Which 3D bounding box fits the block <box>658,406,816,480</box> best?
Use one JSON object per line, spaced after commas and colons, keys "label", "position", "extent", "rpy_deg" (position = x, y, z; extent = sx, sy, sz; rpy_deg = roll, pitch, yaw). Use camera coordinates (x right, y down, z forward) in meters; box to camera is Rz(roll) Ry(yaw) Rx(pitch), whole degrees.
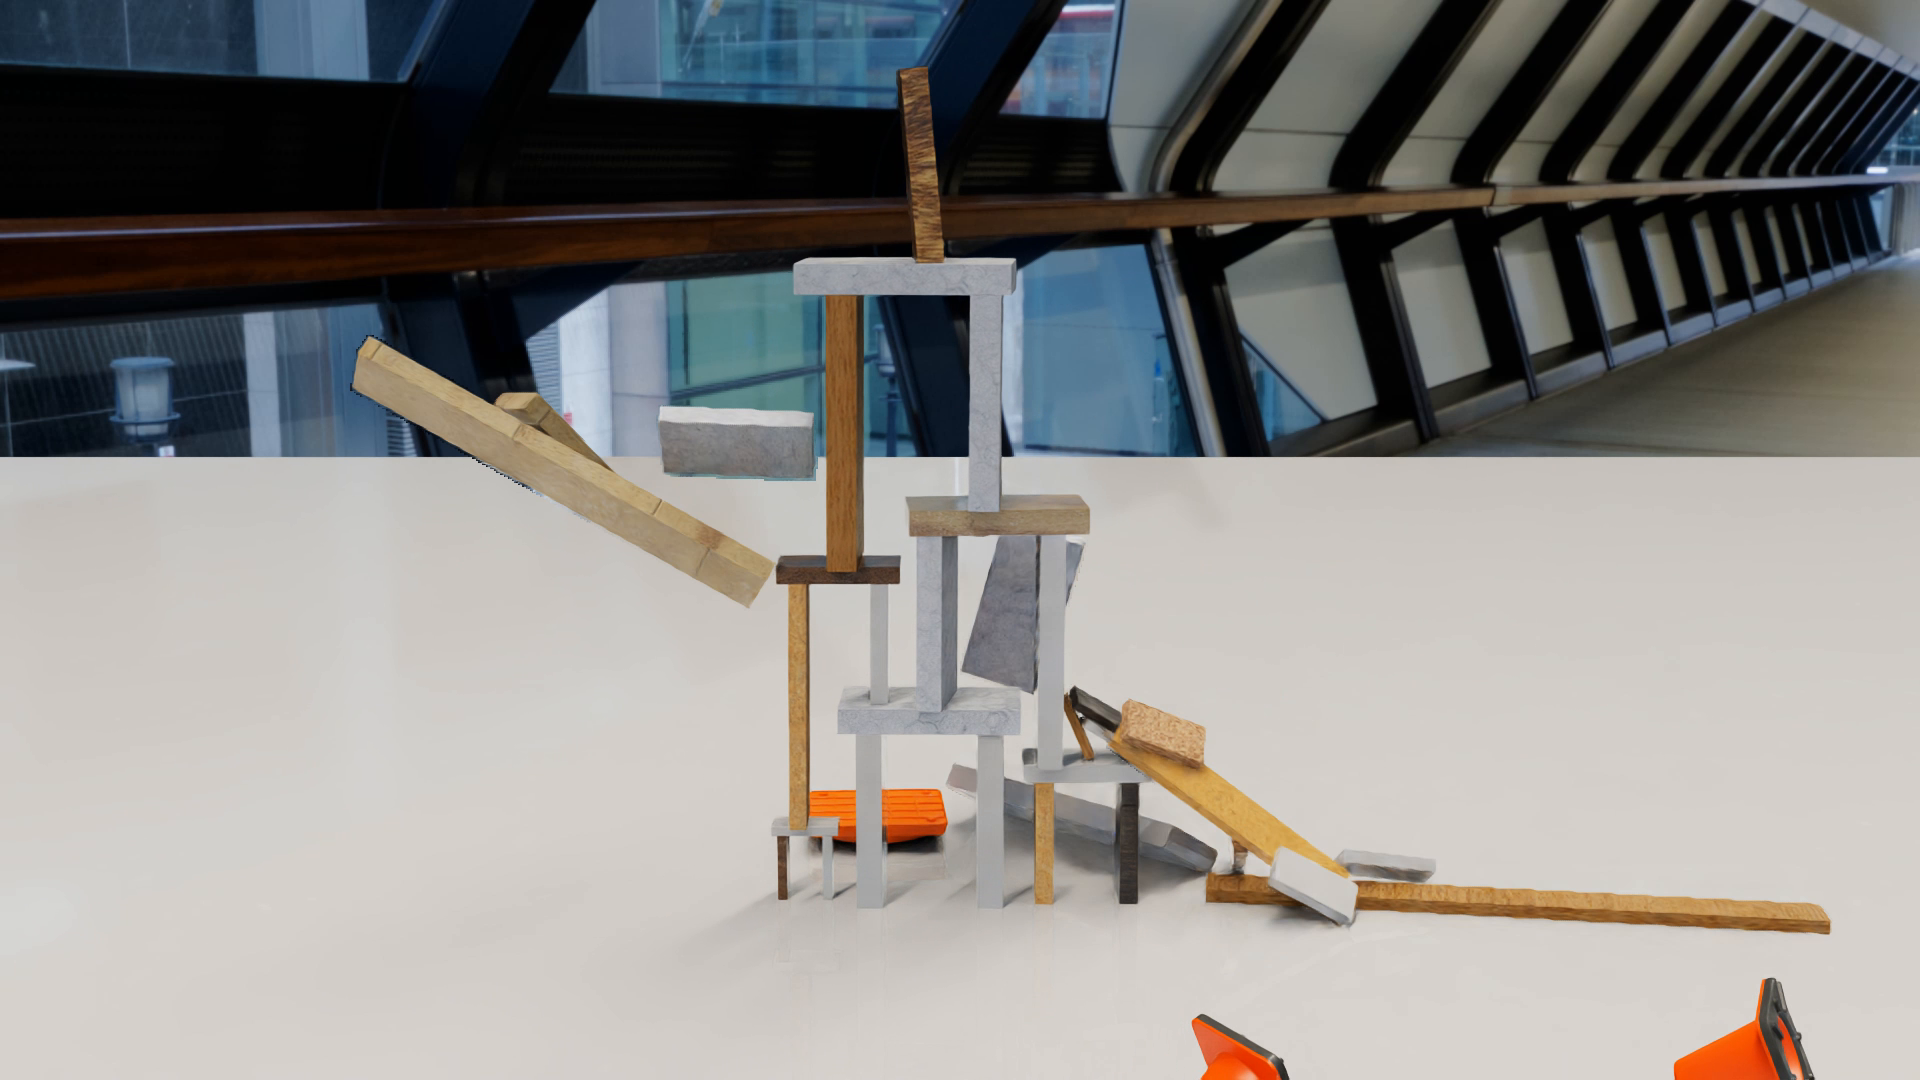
{"label": "block", "position": [-0.361, -0.158, 3.573], "extent": [0.246, 0.123, 0.035], "rpy_deg": [2, 49, 0]}

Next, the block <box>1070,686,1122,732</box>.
{"label": "block", "position": [0.228, 0.282, 3.620], "extent": [0.104, 0.015, 0.052], "rpy_deg": [32, 21, -21]}

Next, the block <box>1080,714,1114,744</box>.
{"label": "block", "position": [0.247, 0.323, 3.617], "extent": [0.104, 0.015, 0.052], "rpy_deg": [33, 6, -10]}

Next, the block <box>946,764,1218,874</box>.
{"label": "block", "position": [0.208, 0.490, 3.896], "extent": [0.516, 0.042, 0.148], "rpy_deg": [10, -17, 44]}

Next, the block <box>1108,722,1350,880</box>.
{"label": "block", "position": [0.440, 0.439, 3.581], "extent": [0.451, 0.020, 0.072], "rpy_deg": [37, 50, -2]}

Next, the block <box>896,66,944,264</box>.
{"label": "block", "position": [-0.063, -0.587, 3.444], "extent": [0.042, 0.295, 0.148], "rpy_deg": [-6, 11, -3]}

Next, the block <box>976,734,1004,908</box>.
{"label": "block", "position": [0.049, 0.444, 3.645], "extent": [0.042, 0.295, 0.148], "rpy_deg": [0, 11, 0]}

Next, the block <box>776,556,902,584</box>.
{"label": "block", "position": [-0.196, 0.048, 3.573], "extent": [0.199, 0.028, 0.099], "rpy_deg": [0, 11, 0]}

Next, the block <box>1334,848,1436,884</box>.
{"label": "block", "position": [0.708, 0.545, 3.673], "extent": [0.157, 0.022, 0.078], "rpy_deg": [7, -23, -4]}

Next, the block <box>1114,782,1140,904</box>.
{"label": "block", "position": [0.277, 0.488, 3.651], "extent": [0.029, 0.208, 0.104], "rpy_deg": [0, 11, -1]}

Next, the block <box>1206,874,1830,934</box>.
{"label": "block", "position": [0.897, 0.593, 3.593], "extent": [0.985, 0.022, 0.078], "rpy_deg": [2, 11, 9]}

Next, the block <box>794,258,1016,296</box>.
{"label": "block", "position": [-0.083, -0.417, 3.473], "extent": [0.338, 0.048, 0.169], "rpy_deg": [1, 11, 4]}

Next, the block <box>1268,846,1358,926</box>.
{"label": "block", "position": [0.568, 0.555, 3.535], "extent": [0.144, 0.020, 0.072], "rpy_deg": [28, 43, -4]}

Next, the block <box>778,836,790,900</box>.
{"label": "block", "position": [-0.293, 0.536, 3.656], "extent": [0.016, 0.110, 0.055], "rpy_deg": [0, 11, 0]}

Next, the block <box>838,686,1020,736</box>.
{"label": "block", "position": [-0.048, 0.279, 3.610], "extent": [0.295, 0.042, 0.148], "rpy_deg": [0, 11, 1]}

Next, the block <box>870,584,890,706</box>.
{"label": "block", "position": [-0.130, 0.161, 3.590], "extent": [0.028, 0.199, 0.099], "rpy_deg": [0, 11, -1]}

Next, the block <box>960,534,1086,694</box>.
{"label": "block", "position": [0.112, 0.117, 3.919], "extent": [0.148, 0.295, 0.042], "rpy_deg": [17, 18, 5]}

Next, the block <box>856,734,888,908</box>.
{"label": "block", "position": [-0.146, 0.445, 3.644], "extent": [0.042, 0.295, 0.148], "rpy_deg": [0, 11, 1]}

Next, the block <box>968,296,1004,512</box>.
{"label": "block", "position": [0.042, -0.226, 3.499], "extent": [0.048, 0.338, 0.169], "rpy_deg": [1, 11, 2]}

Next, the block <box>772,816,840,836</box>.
{"label": "block", "position": [-0.256, 0.475, 3.646], "extent": [0.110, 0.016, 0.055], "rpy_deg": [0, 10, 0]}

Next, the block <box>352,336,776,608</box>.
{"label": "block", "position": [-0.638, -0.104, 3.537], "extent": [0.731, 0.035, 0.123], "rpy_deg": [29, -30, -5]}

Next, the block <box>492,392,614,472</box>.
{"label": "block", "position": [-0.647, -0.143, 3.589], "extent": [0.123, 0.246, 0.035], "rpy_deg": [5, 53, 52]}

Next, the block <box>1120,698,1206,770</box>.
{"label": "block", "position": [0.331, 0.315, 3.576], "extent": [0.144, 0.020, 0.072], "rpy_deg": [21, 49, -16]}

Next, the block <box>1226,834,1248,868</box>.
{"label": "block", "position": [0.468, 0.505, 3.729], "extent": [0.022, 0.078, 0.157], "rpy_deg": [-9, -18, 3]}

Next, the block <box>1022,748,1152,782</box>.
{"label": "block", "position": [0.207, 0.371, 3.627], "extent": [0.208, 0.029, 0.104], "rpy_deg": [0, 11, 0]}

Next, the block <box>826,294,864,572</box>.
{"label": "block", "position": [-0.184, -0.180, 3.527], "extent": [0.048, 0.437, 0.169], "rpy_deg": [1, 11, 1]}

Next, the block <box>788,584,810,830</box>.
{"label": "block", "position": [-0.264, 0.264, 3.613], "extent": [0.028, 0.411, 0.099], "rpy_deg": [0, 10, -1]}

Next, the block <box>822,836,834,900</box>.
{"label": "block", "position": [-0.219, 0.537, 3.656], "extent": [0.016, 0.110, 0.055], "rpy_deg": [0, 10, -1]}

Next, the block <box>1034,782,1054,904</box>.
{"label": "block", "position": [0.139, 0.488, 3.650], "extent": [0.029, 0.208, 0.104], "rpy_deg": [0, 11, 1]}

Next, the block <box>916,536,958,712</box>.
{"label": "block", "position": [-0.036, 0.121, 3.563], "extent": [0.041, 0.286, 0.143], "rpy_deg": [2, 11, 10]}

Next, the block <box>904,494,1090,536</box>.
{"label": "block", "position": [0.058, -0.040, 3.536], "extent": [0.286, 0.041, 0.143], "rpy_deg": [-1, 11, -4]}

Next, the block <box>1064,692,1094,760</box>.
{"label": "block", "position": [0.192, 0.307, 3.617], "extent": [0.015, 0.104, 0.052], "rpy_deg": [-23, 10, 4]}

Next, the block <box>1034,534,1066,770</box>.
{"label": "block", "position": [0.146, 0.168, 3.582], "extent": [0.041, 0.386, 0.143], "rpy_deg": [0, 11, -1]}
